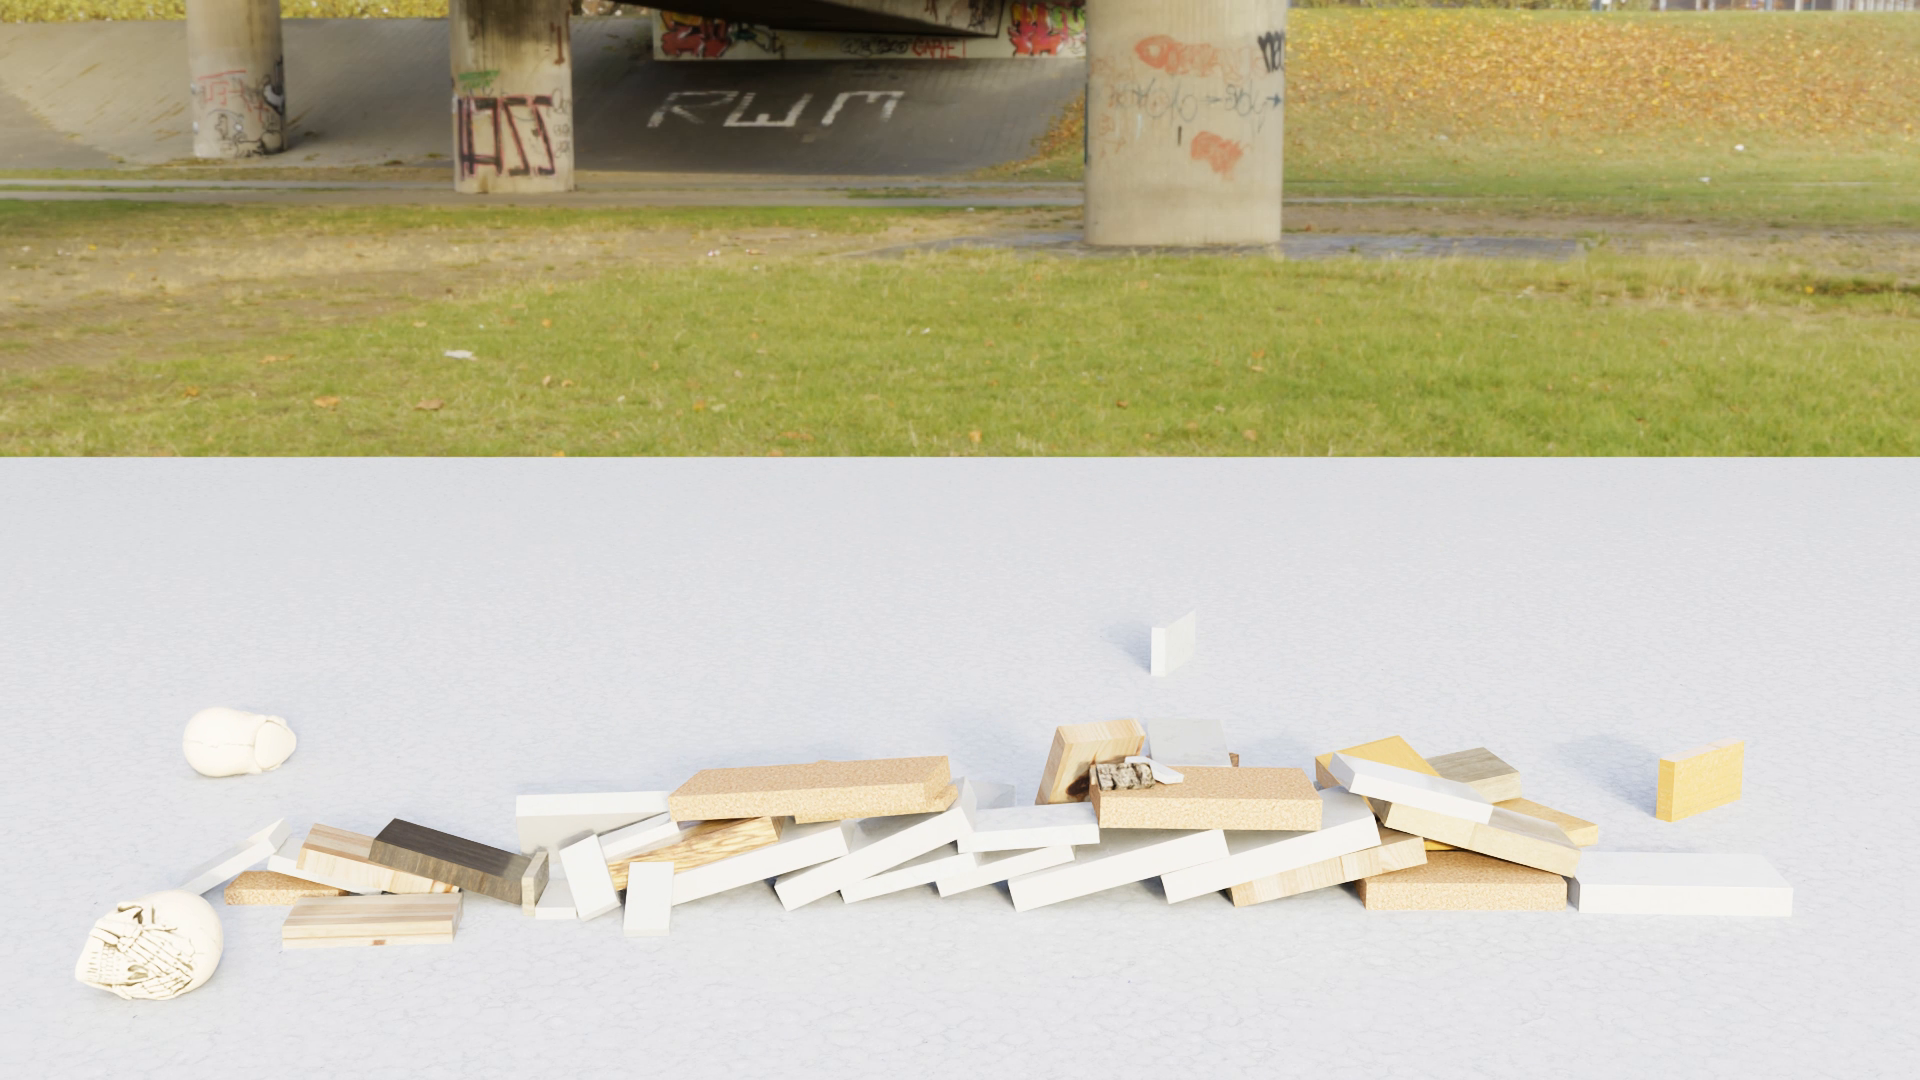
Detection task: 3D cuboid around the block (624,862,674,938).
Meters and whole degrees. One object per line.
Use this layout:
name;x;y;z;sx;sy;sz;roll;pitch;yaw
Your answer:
block;-0.497;0.575;3.521;0.071;0.020;0.142;-1;38;-3

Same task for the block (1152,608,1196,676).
block;0.508;0.242;5.227;0.033;0.115;0.230;5;11;23

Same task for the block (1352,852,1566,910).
block;0.827;0.567;3.665;0.325;0.046;0.162;0;11;1

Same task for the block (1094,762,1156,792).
block;0.268;0.384;3.569;0.090;0.013;0.045;-1;45;-12

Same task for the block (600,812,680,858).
block;-0.541;0.493;3.665;0.142;0.020;0.071;-19;10;-9

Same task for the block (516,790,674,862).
block;-0.609;0.495;3.794;0.295;0.148;0.042;-1;50;-6

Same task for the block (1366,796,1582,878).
block;0.858;0.477;3.687;0.325;0.046;0.162;16;9;-3

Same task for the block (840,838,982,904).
block;-0.079;0.541;3.654;0.229;0.033;0.115;-16;10;9

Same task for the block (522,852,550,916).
block;-0.698;0.566;3.621;0.019;0.066;0.131;0;11;0

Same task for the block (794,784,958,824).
block;-0.138;0.433;3.606;0.262;0.020;0.071;-7;11;20

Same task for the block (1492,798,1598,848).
block;1.024;0.511;3.997;0.122;0.035;0.245;-6;12;-30

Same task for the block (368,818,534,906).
block;-0.837;0.534;3.656;0.259;0.037;0.130;17;8;-2

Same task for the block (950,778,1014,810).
block;-0.022;0.501;4.032;0.148;0.042;0.295;4;11;22

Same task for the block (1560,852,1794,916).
block;1.182;0.569;3.649;0.339;0.048;0.170;1;11;3

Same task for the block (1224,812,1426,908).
block;0.598;0.530;3.683;0.325;0.046;0.162;-13;11;-2

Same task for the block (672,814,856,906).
block;-0.344;0.519;3.652;0.335;0.047;0.167;-17;10;4

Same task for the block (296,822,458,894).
block;-0.956;0.538;3.644;0.259;0.037;0.130;16;9;-9

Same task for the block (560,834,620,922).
block;-0.601;0.548;3.568;0.066;0.019;0.131;-25;54;-2

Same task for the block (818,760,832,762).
block;-0.292;0.483;3.912;0.035;0.122;0.245;5;12;26

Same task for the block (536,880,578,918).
block;-0.654;0.591;3.614;0.066;0.019;0.131;0;11;-1

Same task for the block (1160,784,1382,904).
block;0.503;0.501;3.654;0.357;0.051;0.179;-16;11;2

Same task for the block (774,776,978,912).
block;-0.136;0.501;3.640;0.335;0.047;0.167;-24;9;7

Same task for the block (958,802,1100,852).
block;0.114;0.472;3.619;0.230;0.033;0.115;-5;11;5

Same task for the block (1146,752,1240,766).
block;0.409;0.458;4.264;0.147;0.042;0.294;7;13;33

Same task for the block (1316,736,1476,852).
block;0.786;0.466;3.932;0.170;0.048;0.339;-13;26;-13

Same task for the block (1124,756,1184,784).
block;0.319;0.378;3.618;0.090;0.013;0.045;22;14;40

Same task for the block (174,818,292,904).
block;-1.205;0.532;3.648;0.187;0.027;0.094;-29;12;7

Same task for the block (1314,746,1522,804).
block;0.847;0.462;4.083;0.339;0.048;0.170;-10;12;-7

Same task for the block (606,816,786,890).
block;-0.461;0.504;3.665;0.335;0.047;0.167;-17;10;3

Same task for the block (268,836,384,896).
block;-1.045;0.543;3.656;0.187;0.027;0.094;16;10;-7

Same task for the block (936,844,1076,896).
block;0.077;0.527;3.651;0.230;0.033;0.115;-17;10;7

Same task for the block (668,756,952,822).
block;-0.247;0.408;3.617;0.441;0.042;0.148;-5;10;17

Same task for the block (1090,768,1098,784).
block;0.259;0.389;3.604;0.090;0.013;0.045;1;11;-2

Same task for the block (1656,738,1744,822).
block;1.388;0.448;4.118;0.230;0.115;0.033;-8;13;-39

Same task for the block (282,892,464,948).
block;-0.930;0.604;3.493;0.259;0.037;0.130;-1;11;-5

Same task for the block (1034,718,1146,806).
block;0.210;0.432;3.767;0.147;0.294;0.042;-4;41;-21

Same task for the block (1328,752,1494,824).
block;0.745;0.411;3.642;0.247;0.033;0.115;14;9;-11

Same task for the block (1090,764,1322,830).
block;0.400;0.422;3.616;0.357;0.051;0.179;1;11;-2

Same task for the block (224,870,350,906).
block;-1.113;0.579;3.657;0.187;0.027;0.094;0;11;1

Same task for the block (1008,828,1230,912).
block;0.259;0.518;3.649;0.357;0.051;0.179;-16;10;4

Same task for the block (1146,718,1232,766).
block;0.444;0.412;4.286;0.147;0.042;0.331;1;11;3
